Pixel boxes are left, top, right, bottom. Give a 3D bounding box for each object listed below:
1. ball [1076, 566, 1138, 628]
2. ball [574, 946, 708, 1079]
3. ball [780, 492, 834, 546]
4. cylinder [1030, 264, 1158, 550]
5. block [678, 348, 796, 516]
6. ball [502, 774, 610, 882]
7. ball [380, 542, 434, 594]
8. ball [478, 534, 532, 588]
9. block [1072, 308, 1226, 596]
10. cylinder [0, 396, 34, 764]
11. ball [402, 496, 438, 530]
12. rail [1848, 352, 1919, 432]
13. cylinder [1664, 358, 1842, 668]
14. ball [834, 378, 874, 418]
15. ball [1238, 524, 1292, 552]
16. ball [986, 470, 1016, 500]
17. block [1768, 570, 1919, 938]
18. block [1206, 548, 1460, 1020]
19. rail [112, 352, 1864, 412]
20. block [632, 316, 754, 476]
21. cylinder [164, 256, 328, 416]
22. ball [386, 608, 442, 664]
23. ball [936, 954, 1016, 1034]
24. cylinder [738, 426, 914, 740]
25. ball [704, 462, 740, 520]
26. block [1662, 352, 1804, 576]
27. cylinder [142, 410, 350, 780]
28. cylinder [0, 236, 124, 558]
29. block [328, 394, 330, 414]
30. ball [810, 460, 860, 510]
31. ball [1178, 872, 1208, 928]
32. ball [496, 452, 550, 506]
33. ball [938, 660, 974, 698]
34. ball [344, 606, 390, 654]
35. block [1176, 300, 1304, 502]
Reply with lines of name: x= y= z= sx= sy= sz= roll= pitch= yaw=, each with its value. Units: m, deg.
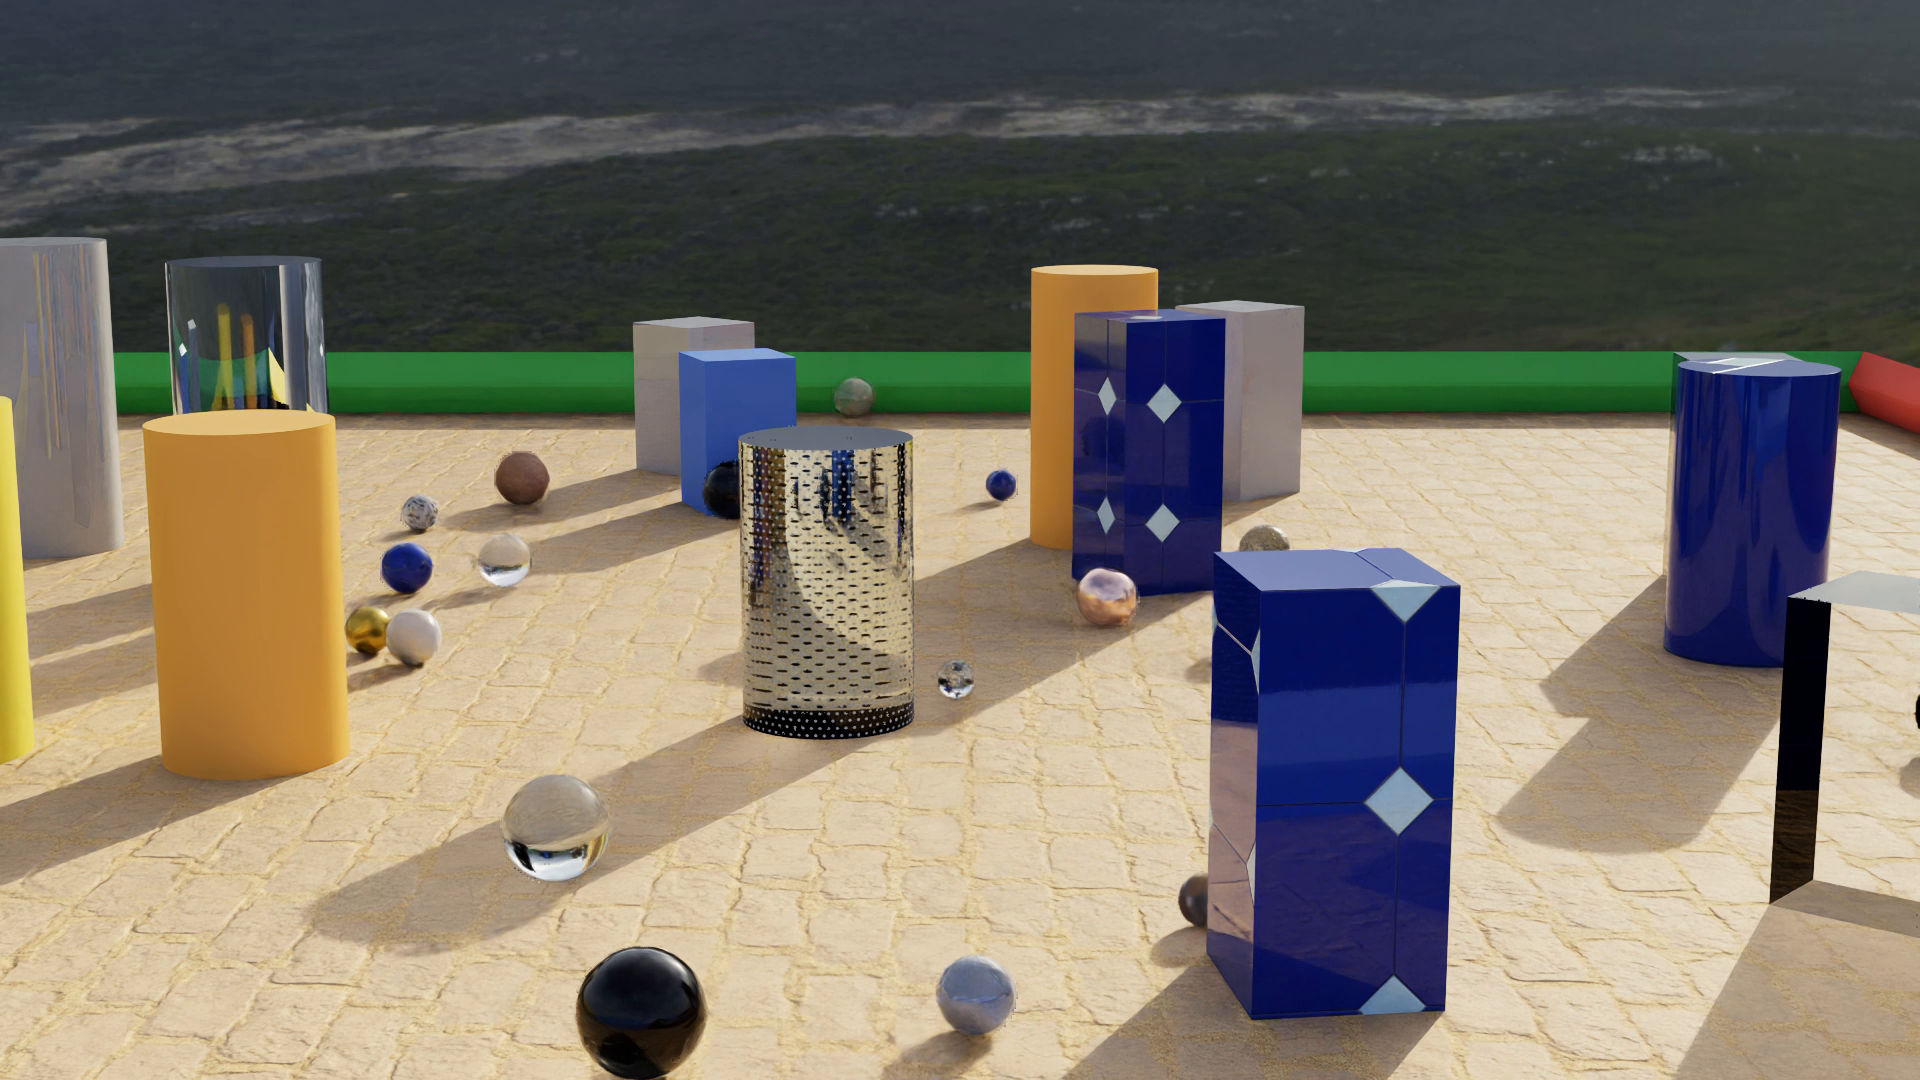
ball: x=0.192 y=0.074 z=3.354 sx=0.080 sy=0.080 sz=0.080 roll=0 pitch=11 yaw=0
ball: x=-0.231 y=0.343 z=1.863 sx=0.096 sy=0.096 sz=0.096 roll=0 pitch=11 yaw=0
ball: x=-0.233 y=-0.032 z=3.917 sx=0.082 sy=0.082 sz=0.082 roll=0 pitch=11 yaw=0
cylinder: x=0.205 y=-0.206 z=3.940 sx=0.193 sy=0.417 sz=0.193 roll=0 pitch=11 yaw=0
block: x=-0.369 y=-0.182 z=4.260 sx=0.155 sy=0.253 sz=0.155 roll=-4 pitch=11 yaw=-21
ball: x=-0.364 y=0.259 z=2.312 sx=0.097 sy=0.097 sz=0.097 roll=0 pitch=11 yaw=0
ball: x=-0.769 y=0.039 z=3.569 sx=0.071 sy=0.071 sz=0.071 roll=0 pitch=11 yaw=0
ball: x=-0.641 y=0.028 z=3.612 sx=0.076 sy=0.076 sz=0.076 roll=0 pitch=11 yaw=0
block: x=0.264 y=-0.125 z=3.605 sx=0.155 sy=0.380 sz=0.155 roll=-5 pitch=12 yaw=-24
cylinder: x=-1.094 y=0.043 z=2.715 sx=0.193 sy=0.375 sz=0.193 roll=0 pitch=11 yaw=0
ball: x=-0.854 y=-0.043 z=4.054 sx=0.055 sy=0.055 sz=0.055 roll=0 pitch=11 yaw=0
rail: x=1.900 y=0.030 z=3.460 sx=0.045 sy=0.126 sz=4.015 roll=0 pitch=11 yaw=0
cylinder: x=0.983 y=-0.037 z=3.191 sx=0.193 sy=0.358 sz=0.193 roll=0 pitch=11 yaw=0
ball: x=-0.221 y=-0.297 z=5.344 sx=0.083 sy=0.083 sz=0.083 roll=0 pitch=11 yaw=0
ball: x=0.437 y=0.016 z=3.681 sx=0.075 sy=0.075 sz=0.075 roll=0 pitch=11 yaw=0
ball: x=0.069 y=-0.093 z=4.331 sx=0.053 sy=0.053 sz=0.053 roll=0 pitch=11 yaw=0
block: x=0.818 y=0.183 z=2.232 sx=0.155 sy=0.276 sz=0.155 roll=9 pitch=14 yaw=40
block: x=0.291 y=0.188 z=2.033 sx=0.155 sy=0.338 sz=0.155 roll=-1 pitch=11 yaw=-7
rail: x=-0.011 y=-0.330 z=5.400 sx=3.847 sy=0.126 sz=0.045 roll=0 pitch=11 yaw=0
block: x=-0.480 y=-0.261 z=4.650 sx=0.155 sy=0.267 sz=0.155 roll=10 pitch=15 yaw=43
cylinder: x=-0.914 y=-0.121 z=3.318 sx=0.193 sy=0.477 sz=0.193 roll=0 pitch=11 yaw=0
ball: x=-0.670 y=0.119 z=3.147 sx=0.068 sy=0.068 sz=0.068 roll=0 pitch=11 yaw=0
ball: x=0.012 y=0.345 z=1.949 sx=0.060 sy=0.060 sz=0.060 roll=0 pitch=11 yaw=0
cylinder: x=-0.148 y=0.044 z=2.865 sx=0.193 sy=0.319 sz=0.193 roll=0 pitch=11 yaw=0
ball: x=-0.366 y=-0.080 z=4.144 sx=0.095 sy=0.095 sz=0.095 roll=0 pitch=11 yaw=0
block: x=1.088 y=-0.094 z=3.597 sx=0.155 sy=0.322 sz=0.155 roll=0 pitch=11 yaw=2
cylinder: x=-0.750 y=0.053 z=2.704 sx=0.193 sy=0.359 sz=0.193 roll=0 pitch=11 yaw=0
cylinder: x=-1.376 y=-0.218 z=3.874 sx=0.193 sy=0.464 sz=0.193 roll=0 pitch=11 yaw=0
block: x=-0.996 y=-0.079 z=3.693 sx=0.155 sy=0.258 sz=0.155 roll=0 pitch=11 yaw=-3
ball: x=-0.206 y=-0.090 z=4.235 sx=0.081 sy=0.081 sz=0.081 roll=0 pitch=11 yaw=0
ball: x=0.210 y=0.307 z=2.188 sx=0.047 sy=0.047 sz=0.047 roll=0 pitch=11 yaw=0
ball: x=-0.730 y=-0.102 z=4.281 sx=0.088 sy=0.088 sz=0.088 roll=0 pitch=11 yaw=0
ball: x=-0.005 y=0.162 z=2.981 sx=0.043 sy=0.043 sz=0.043 roll=0 pitch=11 yaw=0
ball: x=-0.739 y=0.112 z=3.205 sx=0.060 sy=0.060 sz=0.060 roll=0 pitch=11 yaw=0
block: x=0.476 y=-0.240 z=4.390 sx=0.155 sy=0.320 sz=0.155 roll=-9 pitch=14 yaw=-41
